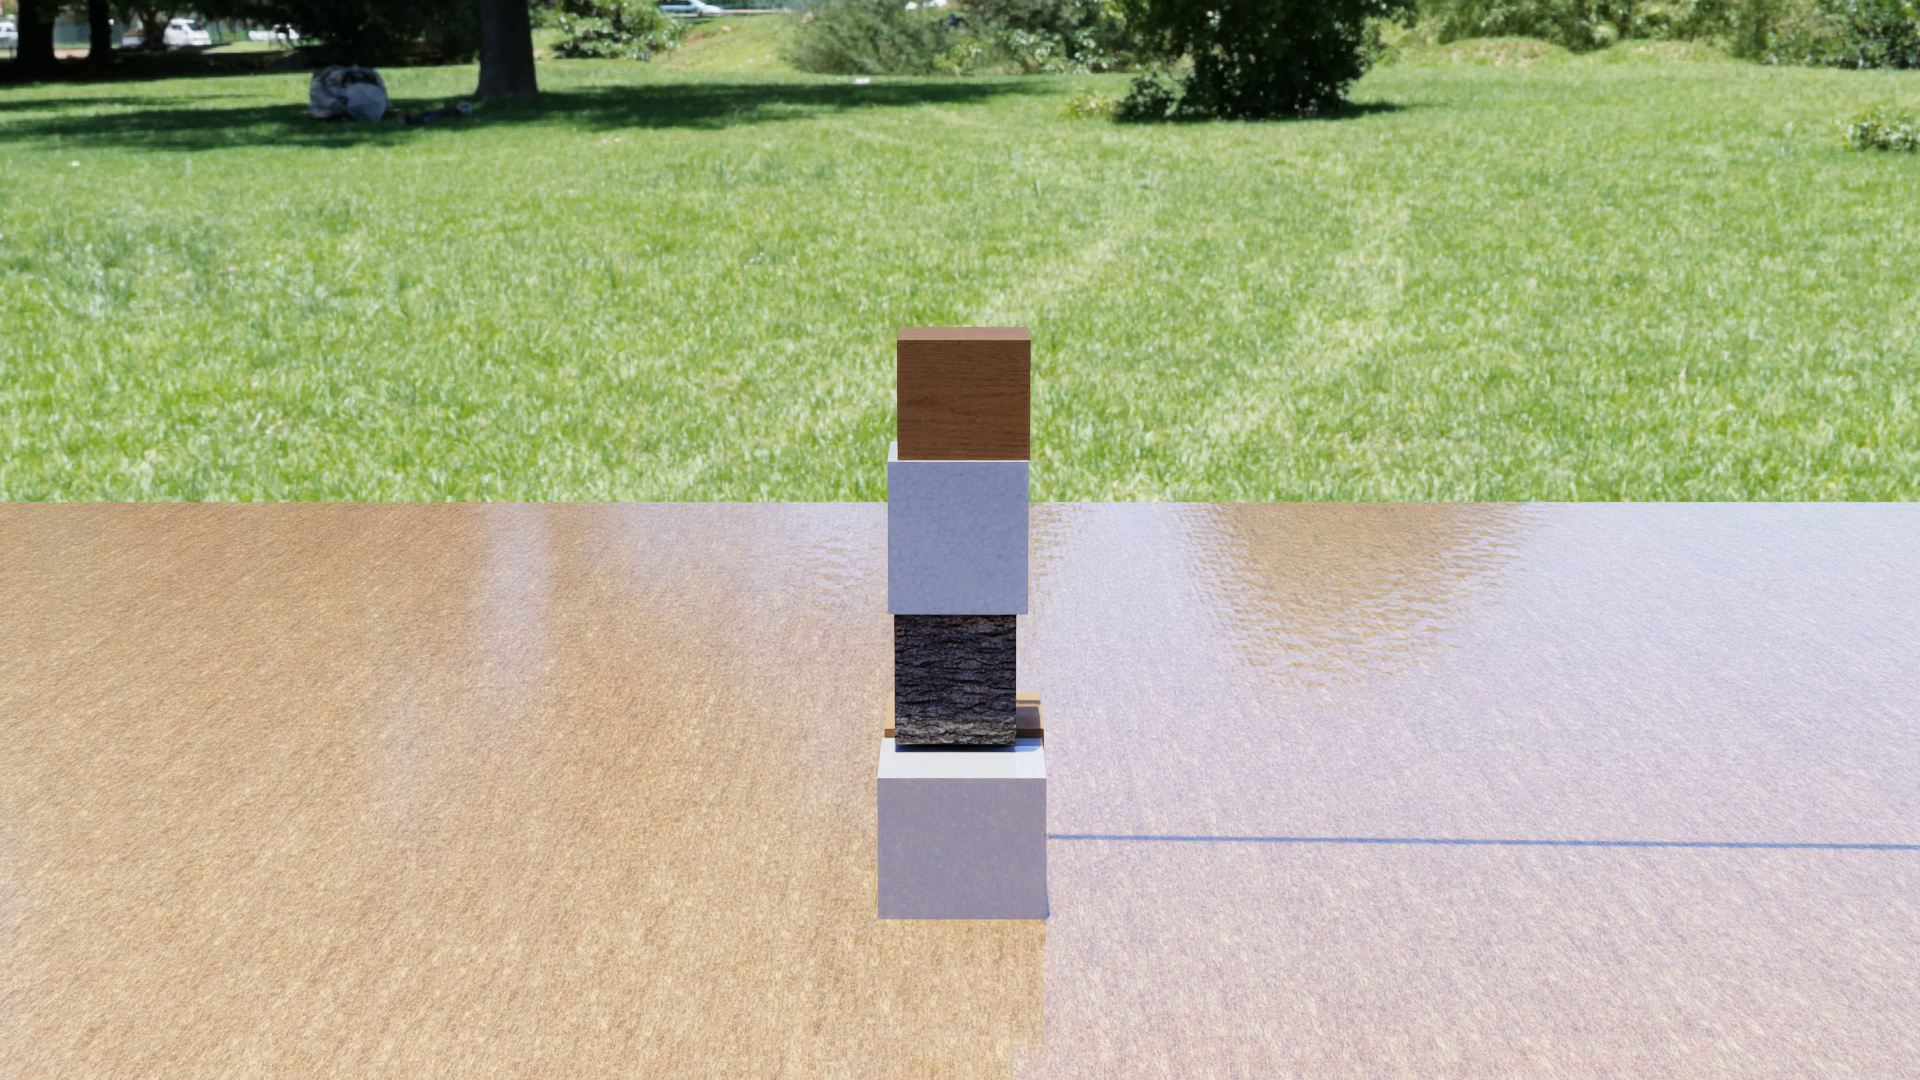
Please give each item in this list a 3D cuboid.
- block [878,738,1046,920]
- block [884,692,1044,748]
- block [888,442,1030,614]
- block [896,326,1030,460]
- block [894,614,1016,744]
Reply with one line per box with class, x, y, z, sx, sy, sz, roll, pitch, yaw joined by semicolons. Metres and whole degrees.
block;0.008;1.235;11.056;0.706;0.615;0.652;0;10;0
block;0.019;1.094;11.716;0.704;0.655;0.677;0;10;0
block;-0.008;-0.061;11.169;0.597;0.659;0.603;0;10;0
block;0.016;-0.637;11.065;0.561;0.511;0.566;0;10;0
block;-0.020;0.547;11.280;0.523;0.577;0.536;0;10;0
